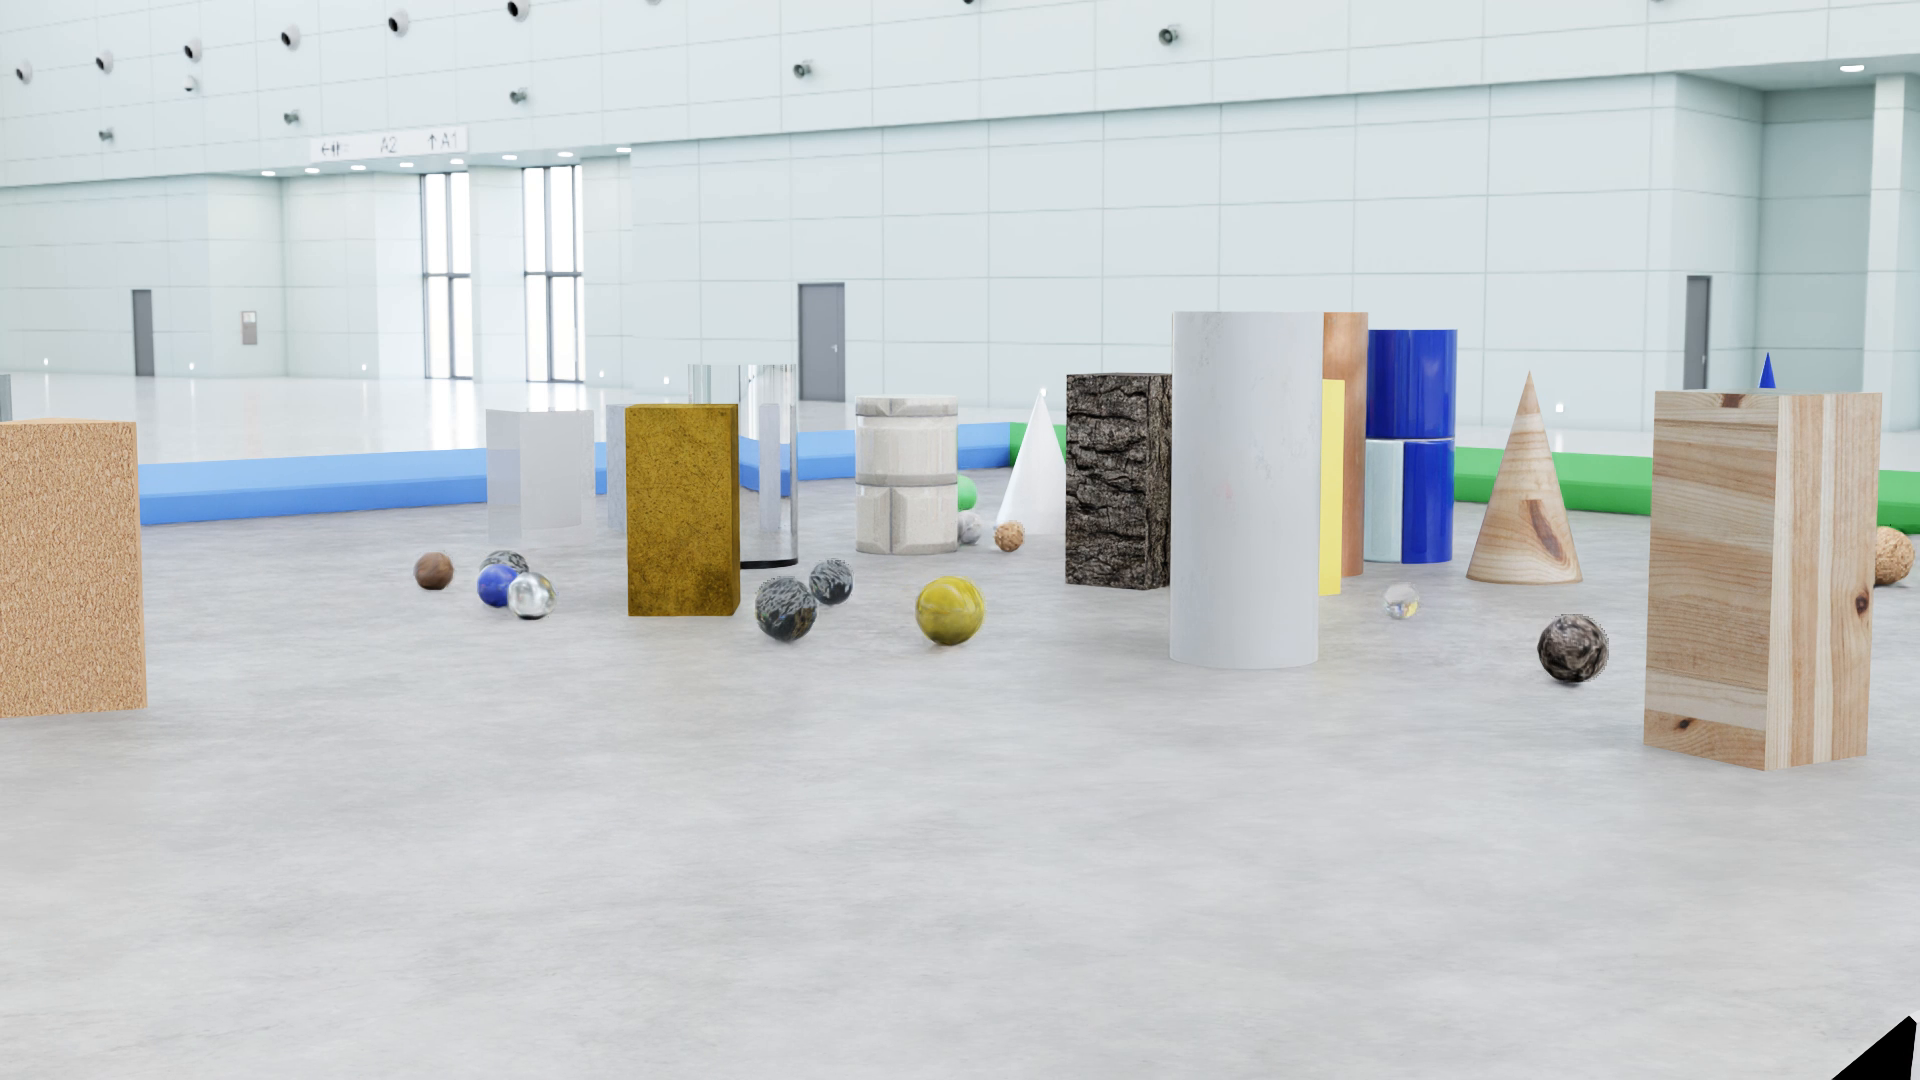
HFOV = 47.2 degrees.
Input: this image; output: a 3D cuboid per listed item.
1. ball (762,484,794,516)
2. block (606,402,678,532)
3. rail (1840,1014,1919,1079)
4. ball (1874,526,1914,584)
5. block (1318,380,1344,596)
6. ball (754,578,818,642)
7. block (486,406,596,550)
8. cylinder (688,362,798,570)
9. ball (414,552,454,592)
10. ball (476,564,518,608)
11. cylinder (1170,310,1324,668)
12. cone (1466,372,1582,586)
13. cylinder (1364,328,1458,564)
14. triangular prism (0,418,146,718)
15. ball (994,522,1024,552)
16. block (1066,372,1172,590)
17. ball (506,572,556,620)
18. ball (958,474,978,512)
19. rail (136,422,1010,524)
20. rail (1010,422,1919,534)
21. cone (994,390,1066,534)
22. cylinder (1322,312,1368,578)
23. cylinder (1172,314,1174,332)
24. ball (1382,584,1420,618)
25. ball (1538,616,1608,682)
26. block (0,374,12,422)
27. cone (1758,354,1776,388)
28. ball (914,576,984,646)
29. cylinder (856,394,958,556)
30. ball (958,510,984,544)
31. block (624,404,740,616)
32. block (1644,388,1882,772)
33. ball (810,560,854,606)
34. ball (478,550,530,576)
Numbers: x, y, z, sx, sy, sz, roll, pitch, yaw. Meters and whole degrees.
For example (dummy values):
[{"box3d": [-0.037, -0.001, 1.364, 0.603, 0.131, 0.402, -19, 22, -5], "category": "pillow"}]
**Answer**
[{"box3d": [-0.388, -0.085, 4.698, 0.070, 0.070, 0.070, 0, 6, 0], "category": "ball"}, {"box3d": [-0.613, -0.146, 4.420, 0.151, 0.250, 0.151, -3, 7, -28], "category": "block"}, {"box3d": [1.350, 0.186, 1.877, 4.099, 0.122, 0.045, -6, 8, -42], "category": "rail"}, {"box3d": [1.487, 0.025, 3.542, 0.093, 0.093, 0.093, 0, 6, 0], "category": "ball"}, {"box3d": [0.492, -0.085, 3.443, 0.151, 0.332, 0.151, -3, 7, -27], "category": "block"}, {"box3d": [-0.233, 0.093, 2.941, 0.084, 0.084, 0.084, 0, 6, 0], "category": "ball"}, {"box3d": [-0.790, -0.119, 4.145, 0.151, 0.254, 0.151, -4, 7, -36], "category": "block"}, {"box3d": [-0.376, -0.132, 3.824, 0.188, 0.348, 0.188, 0, 6, 0], "category": "cylinder"}, {"box3d": [-0.829, 0.049, 3.463, 0.063, 0.063, 0.063, 0, 6, 0], "category": "ball"}, {"box3d": [-0.686, 0.068, 3.272, 0.066, 0.066, 0.066, 0, 6, 0], "category": "ball"}, {"box3d": [0.362, -0.069, 2.789, 0.188, 0.440, 0.188, 0, 6, 0], "category": "cylinder"}, {"box3d": [0.930, -0.108, 3.609, 0.188, 0.345, 0.188, 0, 6, 0], "category": "cone"}, {"box3d": [0.783, -0.171, 3.905, 0.188, 0.406, 0.188, 0, 6, 0], "category": "cylinder"}, {"box3d": [-1.010, 0.025, 2.469, 0.163, 0.319, 0.141, -3, 7, -23], "category": "triangular prism"}, {"box3d": [0.089, -0.006, 4.018, 0.055, 0.055, 0.055, 0, 6, 0], "category": "ball"}, {"box3d": [0.276, -0.099, 3.556, 0.151, 0.338, 0.151, 4, 7, 36], "category": "block"}, {"box3d": [-0.611, 0.080, 3.138, 0.069, 0.069, 0.069, 0, 6, 0], "category": "ball"}, {"box3d": [-0.002, -0.100, 4.775, 0.083, 0.083, 0.083, 0, 6, 0], "category": "ball"}, {"box3d": [-1.350, -0.122, 4.787, 4.099, 0.122, 0.045, -6, 8, -42], "category": "rail"}, {"box3d": [1.489, -0.113, 4.698, 0.045, 0.122, 4.028, -6, 8, -42], "category": "rail"}, {"box3d": [0.161, -0.162, 4.407, 0.188, 0.285, 0.188, 0, 6, 0], "category": "cone"}, {"box3d": [0.587, -0.164, 3.698, 0.188, 0.436, 0.188, 0, 6, 0], "category": "cylinder"}, {"box3d": [0.486, -0.203, 4.082, 0.188, 0.434, 0.188, 0, 6, 0], "category": "cylinder"}, {"box3d": [0.633, 0.088, 3.154, 0.051, 0.051, 0.051, 0, 6, 0], "category": "ball"}, {"box3d": [0.728, 0.130, 2.616, 0.080, 0.080, 0.080, 0, 6, 0], "category": "ball"}, {"box3d": [-1.242, -0.018, 2.670, 0.151, 0.362, 0.151, -1, 6, -11], "category": "block"}, {"box3d": [1.111, -0.069, 3.044, 0.188, 0.386, 0.188, 0, 6, 0], "category": "cone"}, {"box3d": [-0.014, 0.093, 2.905, 0.092, 0.092, 0.092, 0, 6, 0], "category": "ball"}, {"box3d": [-0.098, -0.123, 4.038, 0.188, 0.283, 0.188, 0, 6, 0], "category": "cylinder"}, {"box3d": [0.012, -0.024, 4.116, 0.064, 0.064, 0.064, 0, 6, 0], "category": "ball"}, {"box3d": [-0.406, -0.047, 3.240, 0.151, 0.301, 0.151, 0, 6, -1], "category": "block"}, {"box3d": [0.801, 0.032, 2.202, 0.151, 0.361, 0.151, -4, 7, -30], "category": "block"}, {"box3d": [-0.192, 0.064, 3.296, 0.067, 0.067, 0.067, 0, 6, 0], "category": "ball"}, {"box3d": [-0.695, 0.053, 3.354, 0.078, 0.078, 0.078, 0, 6, 0], "category": "ball"}]
